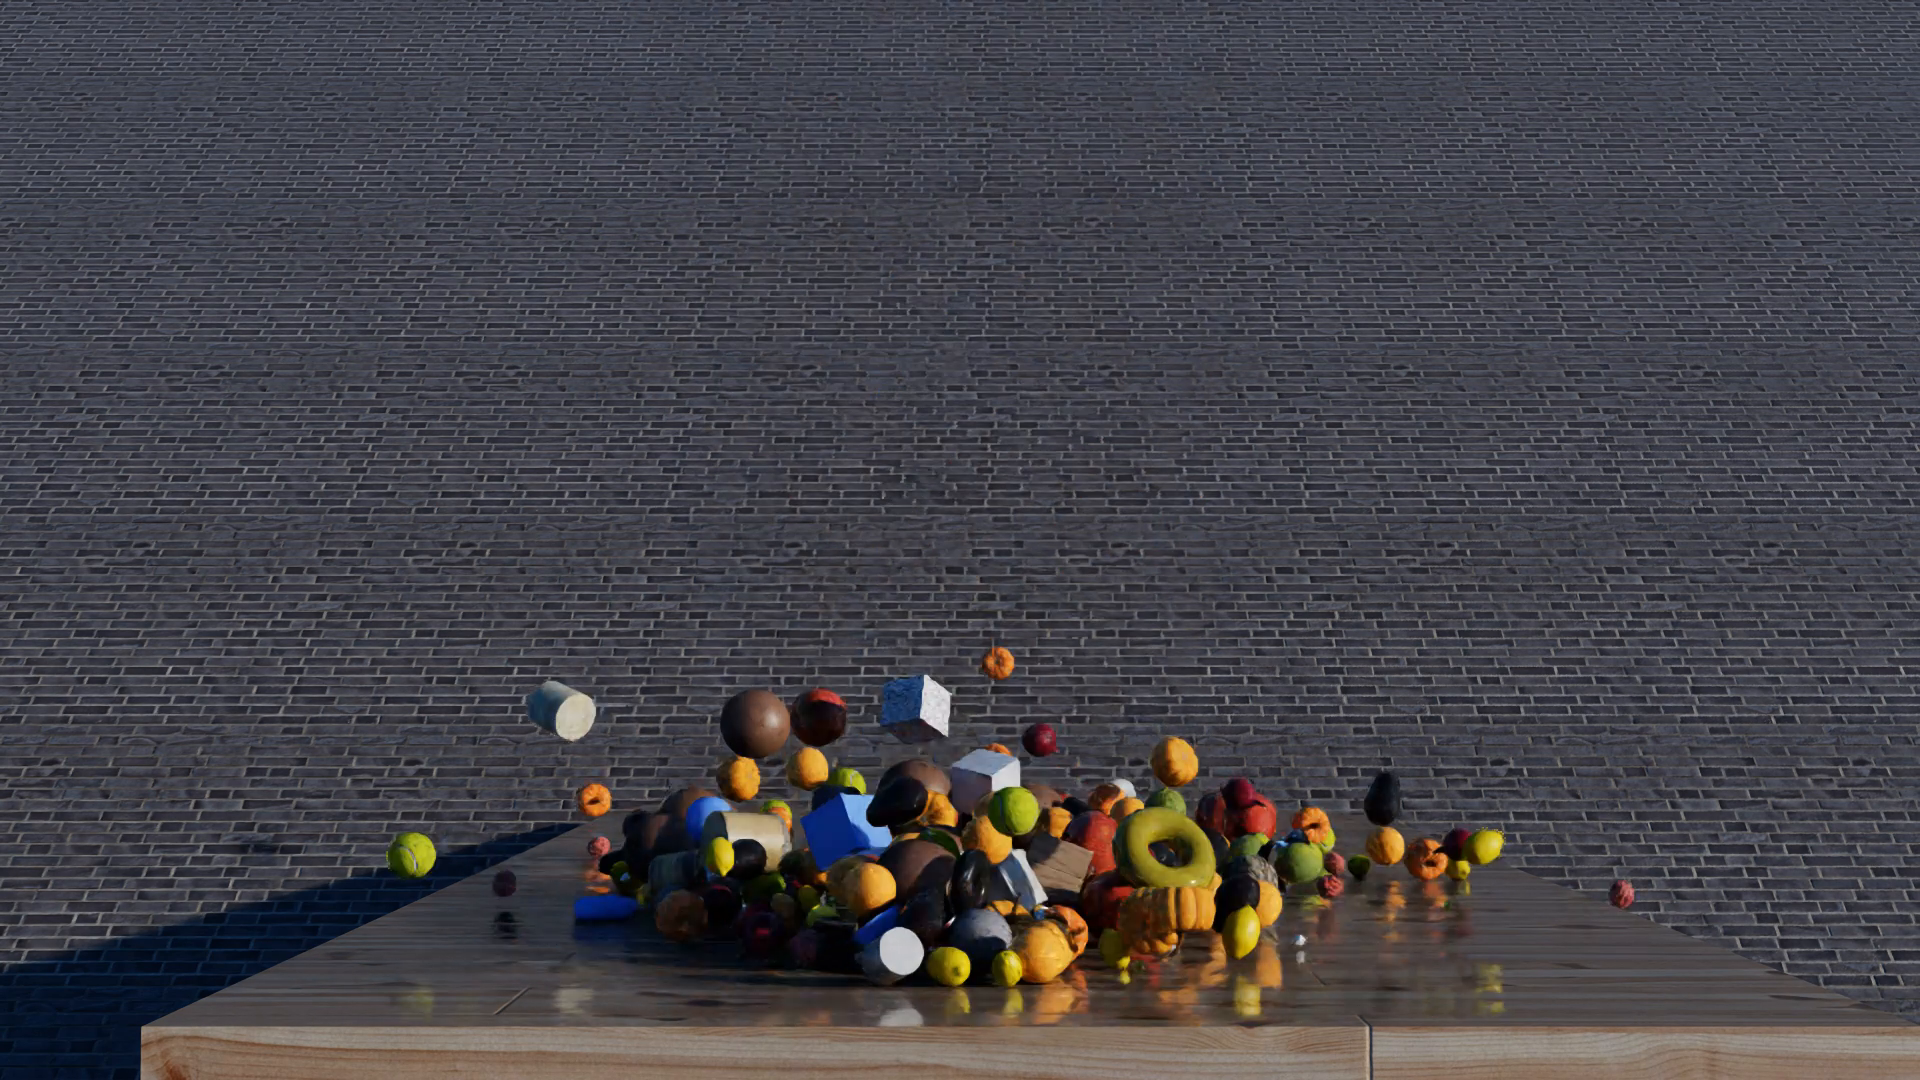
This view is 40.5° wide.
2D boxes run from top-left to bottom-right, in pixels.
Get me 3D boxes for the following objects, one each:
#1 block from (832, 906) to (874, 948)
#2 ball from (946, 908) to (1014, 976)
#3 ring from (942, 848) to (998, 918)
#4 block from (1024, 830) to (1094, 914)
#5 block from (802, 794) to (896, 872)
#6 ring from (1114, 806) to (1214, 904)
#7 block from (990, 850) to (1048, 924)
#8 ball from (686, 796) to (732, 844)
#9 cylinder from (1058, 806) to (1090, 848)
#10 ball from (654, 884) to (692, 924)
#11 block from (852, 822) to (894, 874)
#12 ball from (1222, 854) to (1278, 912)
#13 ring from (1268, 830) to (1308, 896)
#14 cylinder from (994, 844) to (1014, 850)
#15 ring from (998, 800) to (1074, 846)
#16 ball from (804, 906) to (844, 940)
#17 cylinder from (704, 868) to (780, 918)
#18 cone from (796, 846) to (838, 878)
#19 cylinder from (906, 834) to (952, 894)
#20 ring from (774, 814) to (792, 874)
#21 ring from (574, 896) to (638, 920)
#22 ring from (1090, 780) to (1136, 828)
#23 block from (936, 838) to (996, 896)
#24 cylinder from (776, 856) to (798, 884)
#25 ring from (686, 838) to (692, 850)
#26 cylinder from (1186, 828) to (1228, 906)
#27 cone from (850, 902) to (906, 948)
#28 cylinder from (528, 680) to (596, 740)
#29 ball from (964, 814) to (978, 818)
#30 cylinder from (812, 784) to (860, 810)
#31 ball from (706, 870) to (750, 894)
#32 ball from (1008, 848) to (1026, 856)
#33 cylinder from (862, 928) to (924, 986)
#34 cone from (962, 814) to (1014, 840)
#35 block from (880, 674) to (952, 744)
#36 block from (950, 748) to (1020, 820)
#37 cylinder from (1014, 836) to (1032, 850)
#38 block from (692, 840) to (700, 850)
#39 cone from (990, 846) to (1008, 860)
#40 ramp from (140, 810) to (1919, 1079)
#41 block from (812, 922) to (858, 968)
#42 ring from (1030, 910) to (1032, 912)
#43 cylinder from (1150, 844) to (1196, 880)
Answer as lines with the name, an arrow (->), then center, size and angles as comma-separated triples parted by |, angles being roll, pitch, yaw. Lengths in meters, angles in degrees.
block -> -0.159, 0.548, 3.682 | 0.057, 0.057, 0.057 | -4, -6, 26
ball -> 0.026, 0.523, 3.385 | 0.087, 0.087, 0.087 | 0, 37, 0
ring -> 0.013, 0.463, 3.493 | 0.033, 0.098, 0.098 | -2, 29, 39
block -> 0.137, 0.495, 3.871 | 0.090, 0.090, 0.090 | 21, 77, 2
block -> -0.181, 0.473, 4.197 | 0.092, 0.092, 0.092 | 11, 51, -51
ring -> 0.279, 0.430, 3.556 | 0.148, 0.049, 0.148 | 13, 46, -14
block -> 0.057, 0.503, 3.708 | 0.083, 0.083, 0.083 | 60, 27, 12
ball -> -0.399, 0.448, 4.153 | 0.079, 0.079, 0.079 | 0, 37, 0
cylinder -> 0.206, 0.606, 5.427 | 0.097, 0.097, 0.097 | 26, 11, 30
ball -> -0.444, 0.563, 4.021 | 0.061, 0.061, 0.061 | 0, 37, 0
block -> -0.181, 0.587, 4.971 | 0.093, 0.093, 0.093 | 0, -4, 11
ball -> 0.470, 0.556, 4.223 | 0.093, 0.093, 0.093 | 0, 37, 0
ring -> 0.555, 0.549, 4.434 | 0.041, 0.123, 0.123 | 24, 43, 23
cylinder -> 0.090, 0.599, 4.875 | 0.055, 0.055, 0.055 | 10, 33, -21
ring -> 0.147, 0.573, 5.071 | 0.150, 0.150, 0.050 | 6, 32, 8
ball -> -0.190, 0.539, 3.635 | 0.055, 0.055, 0.055 | 0, 37, 0
cylinder -> -0.344, 0.537, 4.111 | 0.096, 0.096, 0.096 | -18, 38, 1
cone -> -0.280, 0.599, 4.803 | 0.083, 0.083, 0.083 | -20, 40, -39
cylinder -> -0.044, 0.528, 4.229 | 0.069, 0.069, 0.069 | -16, 31, 10
ring -> -0.320, 0.530, 4.543 | 0.036, 0.107, 0.107 | -11, 36, 7
ring -> -0.559, 0.581, 4.103 | 0.102, 0.034, 0.102 | -1, -4, 0
ring -> 0.361, 0.624, 6.149 | 0.132, 0.132, 0.044 | -26, 44, -30
block -> 0.003, 0.560, 4.417 | 0.088, 0.088, 0.088 | 10, 3, 33
cylinder -> -0.325, 0.587, 4.639 | 0.051, 0.051, 0.051 | -16, 32, 20
ring -> -0.493, 0.628, 5.336 | 0.139, 0.046, 0.139 | -1, -3, 0
cylinder -> 0.401, 0.543, 4.329 | 0.092, 0.092, 0.092 | 3, 32, 4
cone -> -0.086, 0.532, 3.396 | 0.083, 0.083, 0.083 | -28, 75, -32
cylinder -> -0.777, 0.332, 5.074 | 0.093, 0.093, 0.093 | -30, 33, -34
ball -> 0.022, 0.426, 4.245 | 0.056, 0.056, 0.056 | 0, 37, 0
cylinder -> -0.206, 0.440, 4.356 | 0.059, 0.059, 0.059 | 1, 33, 33
ball -> -0.354, 0.507, 3.971 | 0.066, 0.066, 0.066 | 0, 37, 0
ball -> 0.093, 0.564, 4.382 | 0.090, 0.090, 0.090 | 0, 37, 0
cylinder -> -0.085, 0.523, 3.265 | 0.060, 0.060, 0.060 | 10, 64, -22
cone -> 0.056, 0.430, 4.015 | 0.076, 0.076, 0.076 | 0, 29, 43
block -> -0.085, 0.328, 5.023 | 0.093, 0.093, 0.093 | -14, 55, 31
block -> 0.039, 0.373, 3.970 | 0.075, 0.075, 0.075 | 11, 24, 34
cylinder -> 0.139, 0.589, 4.831 | 0.063, 0.063, 0.063 | 19, 28, -27
block -> -0.403, 0.569, 4.540 | 0.094, 0.094, 0.094 | -1, -3, 30
cone -> 0.049, 0.553, 4.207 | 0.085, 0.085, 0.085 | -29, 45, -21
ramp -> 0.081, 0.682, 4.916 | 2.000, 0.100, 4.000 | 0, -2, 0
block -> -0.167, 0.540, 3.476 | 0.053, 0.053, 0.053 | 2, 0, 7
ring -> 0.082, 0.587, 4.183 | 0.079, 0.026, 0.079 | -2, -5, 0
cylinder -> 0.396, 0.597, 4.823 | 0.063, 0.063, 0.063 | 1, 34, -22
